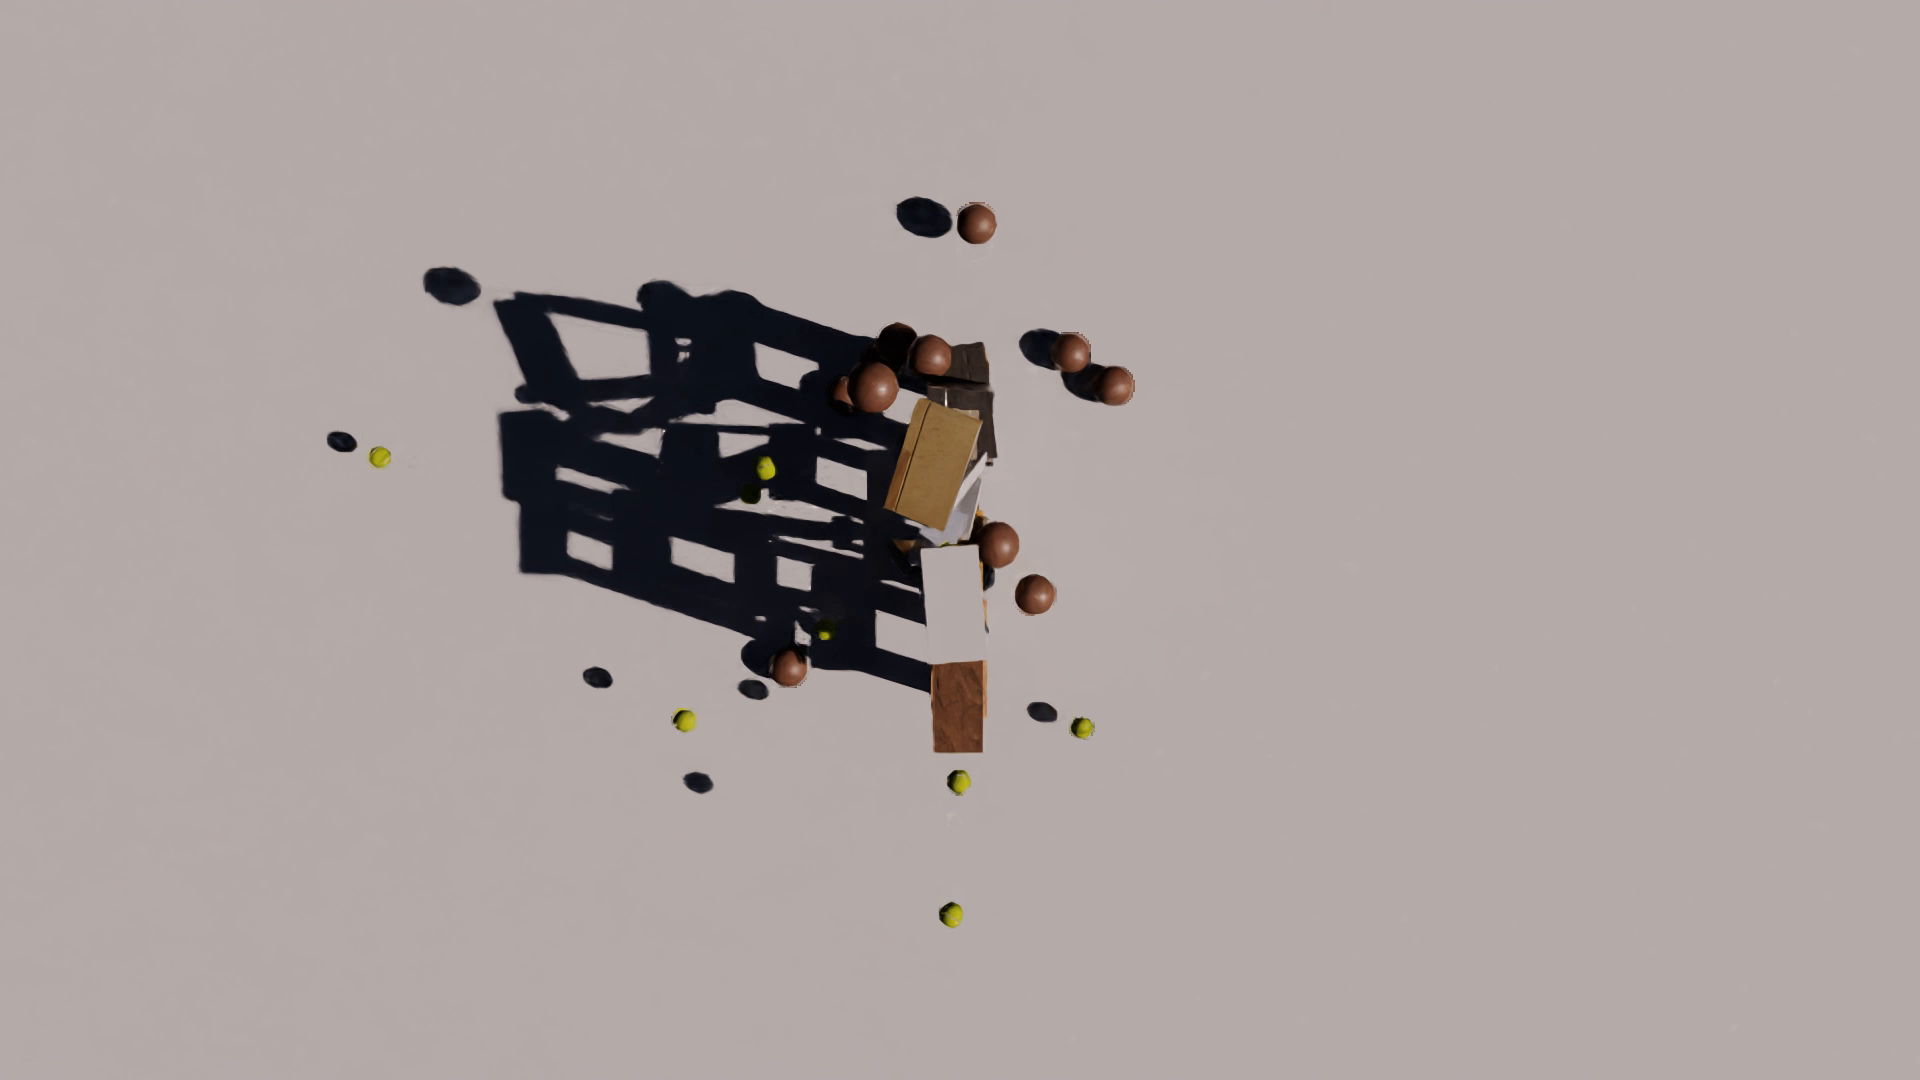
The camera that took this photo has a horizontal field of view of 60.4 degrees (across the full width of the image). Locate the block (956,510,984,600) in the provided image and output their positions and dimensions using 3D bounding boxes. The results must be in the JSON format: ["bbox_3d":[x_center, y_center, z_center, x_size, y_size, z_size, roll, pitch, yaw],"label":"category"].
[{"bbox_3d":[-0.008,0.070,4.665,0.151,0.043,0.302,0,82,1],"label":"block"}]

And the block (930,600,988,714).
[{"bbox_3d":[-0.003,0.321,4.529,0.154,0.044,0.308,0,90,0],"label":"block"}]

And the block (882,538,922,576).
[{"bbox_3d":[-0.119,0.048,4.514,0.029,0.274,0.103,-42,74,14],"label":"block"}]

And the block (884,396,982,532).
[{"bbox_3d":[-0.072,-0.193,4.289,0.172,0.049,0.344,22,129,3],"label":"block"}]

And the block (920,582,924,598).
[{"bbox_3d":[-0.019,0.133,4.425,0.147,0.415,0.042,7,91,2],"label":"block"}]

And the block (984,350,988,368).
[{"bbox_3d":[-0.003,-0.511,4.960,0.167,0.335,0.047,-13,89,0],"label":"block"}]

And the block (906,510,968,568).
[{"bbox_3d":[-0.059,-0.005,4.412,0.103,0.029,0.206,21,50,2],"label":"block"}]

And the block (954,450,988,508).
[{"bbox_3d":[-0.053,-0.181,4.546,0.172,0.344,0.049,10,115,12],"label":"block"}]

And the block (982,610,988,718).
[{"bbox_3d":[0.001,0.384,5.141,0.167,0.047,0.335,0,90,0],"label":"block"}]

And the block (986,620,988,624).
[{"bbox_3d":[-0.001,0.244,4.705,0.154,0.308,0.044,0,91,0],"label":"block"}]

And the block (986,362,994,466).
[{"bbox_3d":[0.015,-0.390,5.152,0.162,0.046,0.325,-2,90,0],"label":"block"}]

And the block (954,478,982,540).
[{"bbox_3d":[-0.007,-0.091,4.552,0.103,0.029,0.206,6,48,8],"label":"block"}]

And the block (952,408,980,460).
[{"bbox_3d":[0.013,-0.304,4.582,0.077,0.022,0.155,4,96,-3],"label":"block"}]

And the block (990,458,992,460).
[{"bbox_3d":[0.017,-0.275,4.961,0.167,0.335,0.047,0,89,0],"label":"block"}]

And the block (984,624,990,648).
[{"bbox_3d":[0.001,0.256,4.360,0.147,0.293,0.042,-1,91,0],"label":"block"}]

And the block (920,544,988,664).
[{"bbox_3d":[-0.015,0.164,4.194,0.147,0.042,0.293,-5,87,1],"label":"block"}]

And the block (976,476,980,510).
[{"bbox_3d":[-0.005,-0.086,4.992,0.123,0.035,0.247,0,90,0],"label":"block"}]

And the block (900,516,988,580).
[{"bbox_3d":[-0.043,0.012,4.851,0.151,0.043,0.302,26,47,5],"label":"block"}]

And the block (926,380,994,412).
[{"bbox_3d":[-0.001,-0.394,4.478,0.172,0.528,0.049,4,98,-1],"label":"block"}]

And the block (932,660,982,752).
[{"bbox_3d":[-0.006,0.416,4.231,0.128,0.036,0.256,0,91,0],"label":"block"}]

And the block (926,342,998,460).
[{"bbox_3d":[0.005,-0.394,4.768,0.167,0.047,0.335,-7,90,0],"label":"block"}]
